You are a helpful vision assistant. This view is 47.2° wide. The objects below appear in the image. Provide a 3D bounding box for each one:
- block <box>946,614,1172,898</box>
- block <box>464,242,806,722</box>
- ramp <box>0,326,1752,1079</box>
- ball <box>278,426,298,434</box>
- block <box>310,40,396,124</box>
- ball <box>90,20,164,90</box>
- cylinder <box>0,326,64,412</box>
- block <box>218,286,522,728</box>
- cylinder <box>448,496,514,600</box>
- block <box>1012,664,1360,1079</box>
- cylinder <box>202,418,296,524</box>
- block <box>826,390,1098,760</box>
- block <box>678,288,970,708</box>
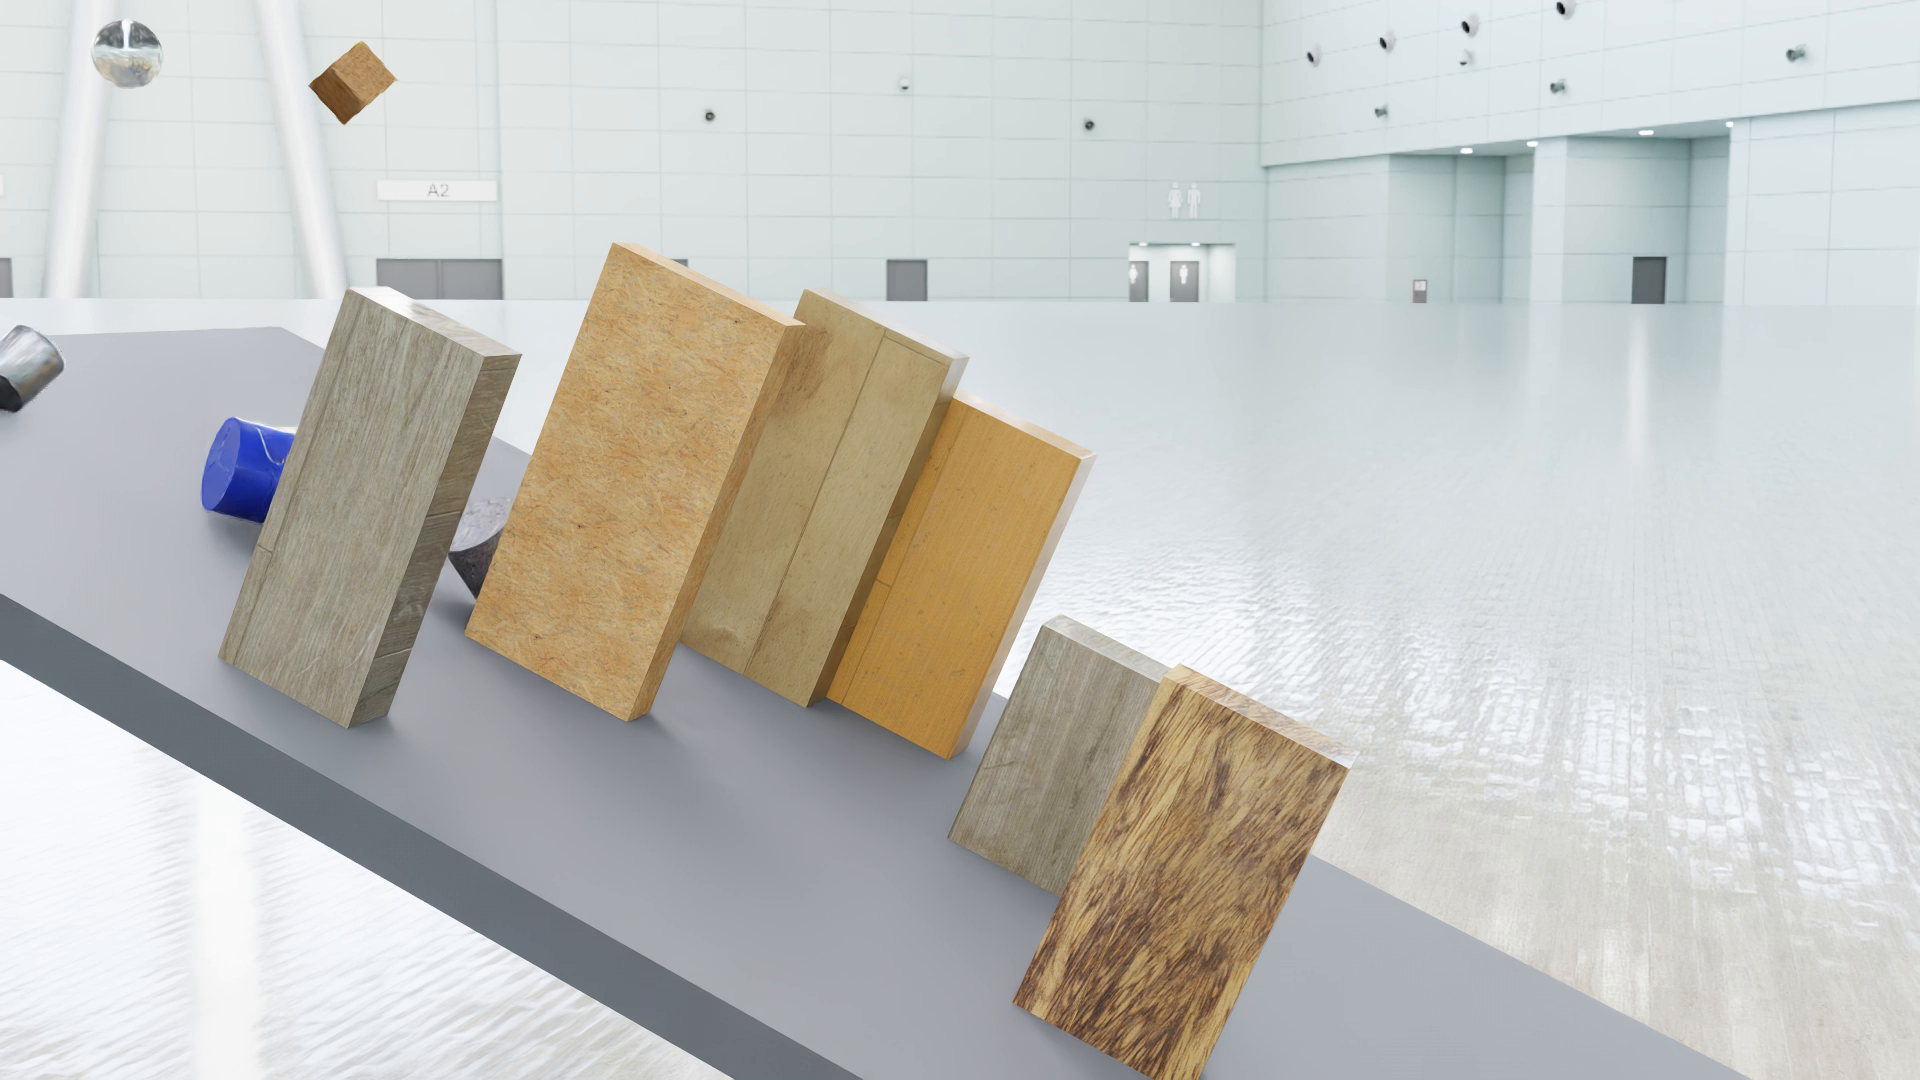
[{"bbox_3d":[0.196,0.404,4.108,0.259,0.451,0.141,26,13,13],"label":"block"},{"bbox_3d":[-0.599,-0.104,4.008,0.361,0.790,0.095,26,13,13],"label":"block"},{"bbox_3d":[-0.282,0.487,4.180,4.000,0.100,2.000,26,13,13],"label":"ramp"},{"bbox_3d":[-1.332,-0.156,4.386,0.143,0.143,0.143,0,7,0],"label":"ball"},{"bbox_3d":[-1.291,-0.972,4.677,0.107,0.107,0.107,-20,27,47],"label":"block"},{"bbox_3d":[-1.641,-0.957,4.335,0.135,0.135,0.135,0,7,0],"label":"ball"},{"bbox_3d":[-1.802,-0.328,4.202,0.118,0.118,0.118,4,44,32],"label":"cylinder"},{"bbox_3d":[-0.947,-0.052,3.517,0.259,0.650,0.119,26,13,13],"label":"block"},{"bbox_3d":[-0.887,0.029,4.223,0.163,0.163,0.163,-18,34,13],"label":"cylinder"},{"bbox_3d":[0.357,0.541,3.512,0.317,0.601,0.124,26,13,13],"label":"block"},{"bbox_3d":[-1.297,-0.120,4.120,0.180,0.180,0.180,17,-4,-35],"label":"cylinder"},{"bbox_3d":[-0.008,0.071,4.548,0.315,0.688,0.134,26,13,13],"label":"block"},{"bbox_3d":[-0.295,-0.086,4.477,0.339,0.779,0.114,26,13,13],"label":"block"}]
